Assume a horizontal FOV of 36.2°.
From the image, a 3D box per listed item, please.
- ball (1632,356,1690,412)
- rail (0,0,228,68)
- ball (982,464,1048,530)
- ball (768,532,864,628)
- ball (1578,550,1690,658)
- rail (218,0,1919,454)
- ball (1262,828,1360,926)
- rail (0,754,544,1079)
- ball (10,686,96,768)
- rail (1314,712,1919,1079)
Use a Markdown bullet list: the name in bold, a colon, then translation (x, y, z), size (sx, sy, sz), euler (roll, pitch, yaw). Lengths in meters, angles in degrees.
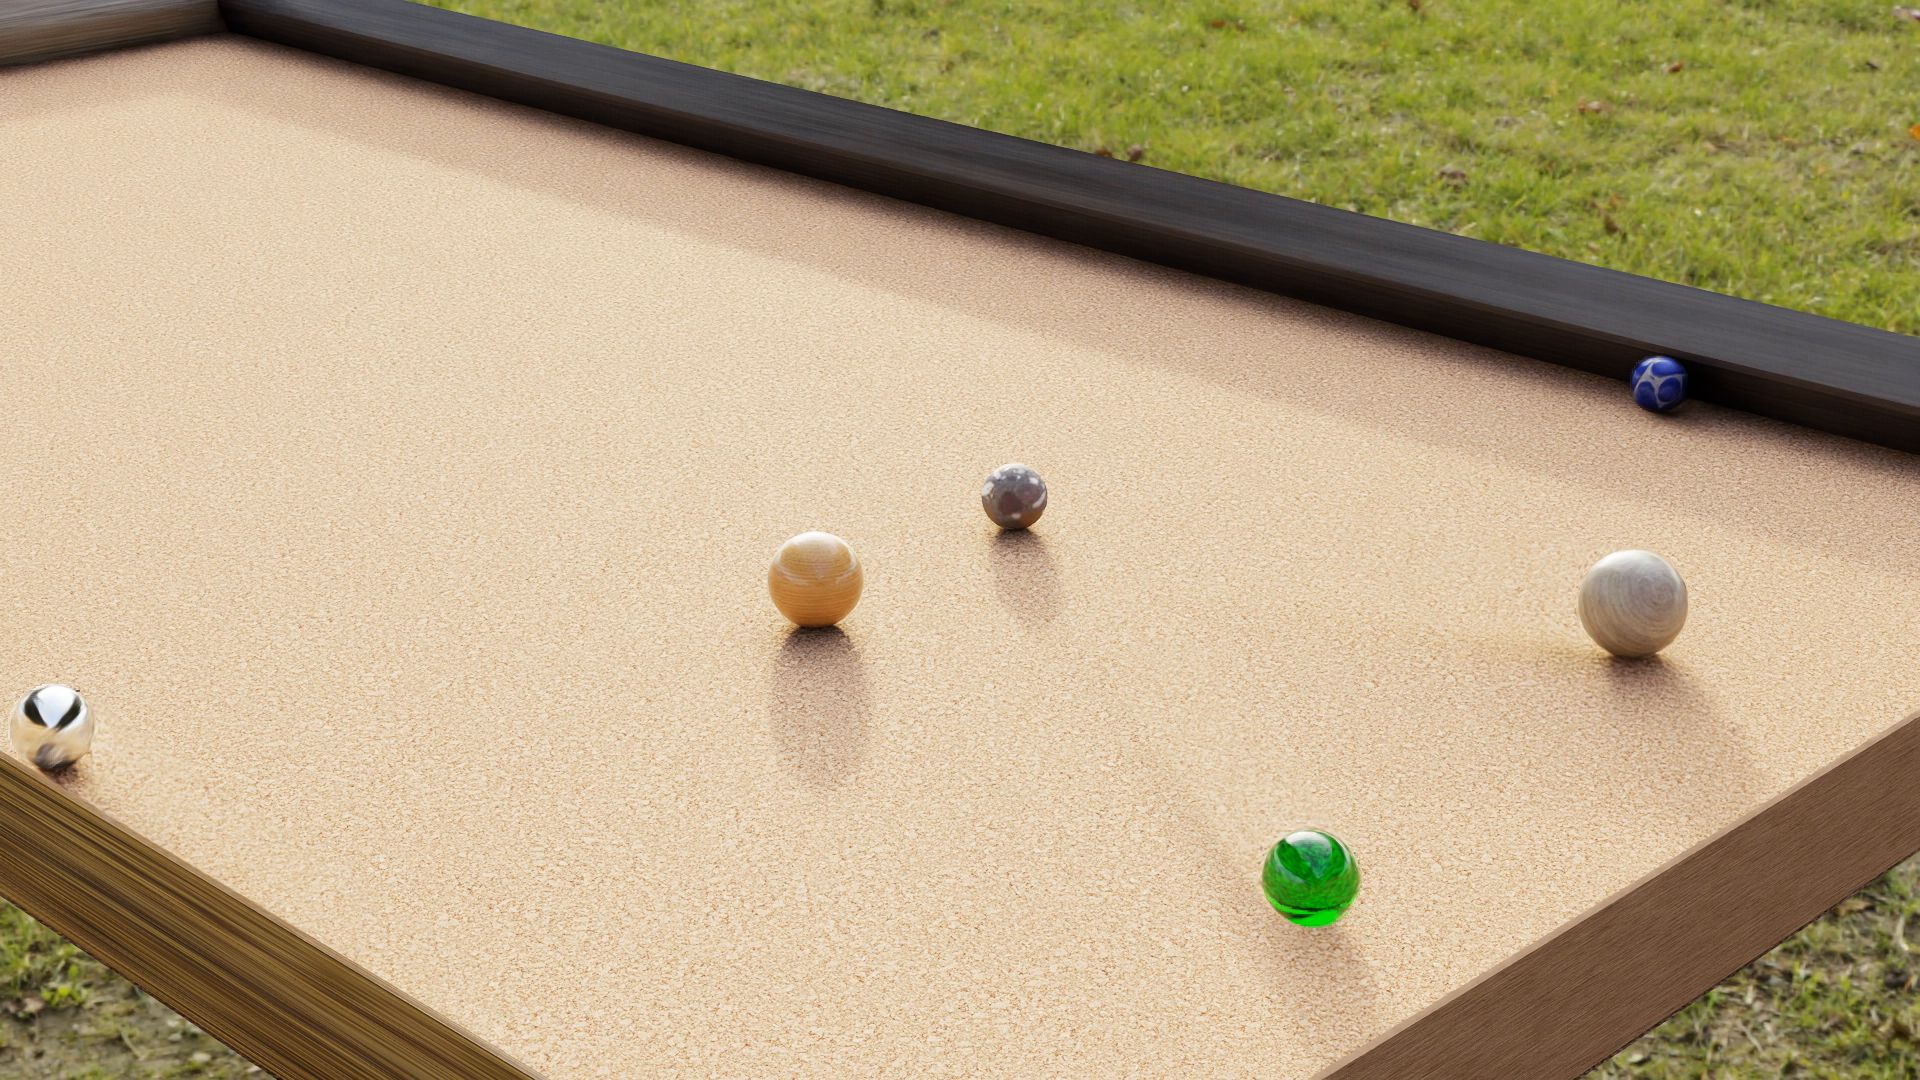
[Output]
- **ball**: translation (0.736, -0.164, 3.091), size (0.059, 0.059, 0.059), euler (0, 21, 0)
- **rail**: translation (-1.869, -0.683, 4.358), size (0.045, 0.119, 1.832), euler (19, 28, 41)
- **ball**: translation (0.051, -0.041, 2.764), size (0.062, 0.062, 0.062), euler (0, 21, 0)
- **ball**: translation (-0.125, 0.034, 2.539), size (0.083, 0.083, 0.083), euler (0, 21, 0)
- **ball**: translation (0.567, 0.053, 2.477), size (0.091, 0.091, 0.091), euler (0, 21, 0)
- **rail**: translation (-0.002, -0.473, 3.810), size (3.530, 0.119, 0.045), euler (19, 28, 41)
- **ball**: translation (0.243, 0.234, 2.040), size (0.068, 0.068, 0.068), euler (0, 21, 0)
- **rail**: translation (-1.255, -0.018, 2.623), size (3.530, 0.119, 0.045), euler (19, 28, 41)
- **ball**: translation (-0.702, 0.145, 2.278), size (0.064, 0.064, 0.064), euler (0, 21, 0)
- **rail**: translation (0.612, 0.192, 2.076), size (0.045, 0.119, 1.832), euler (19, 28, 41)
